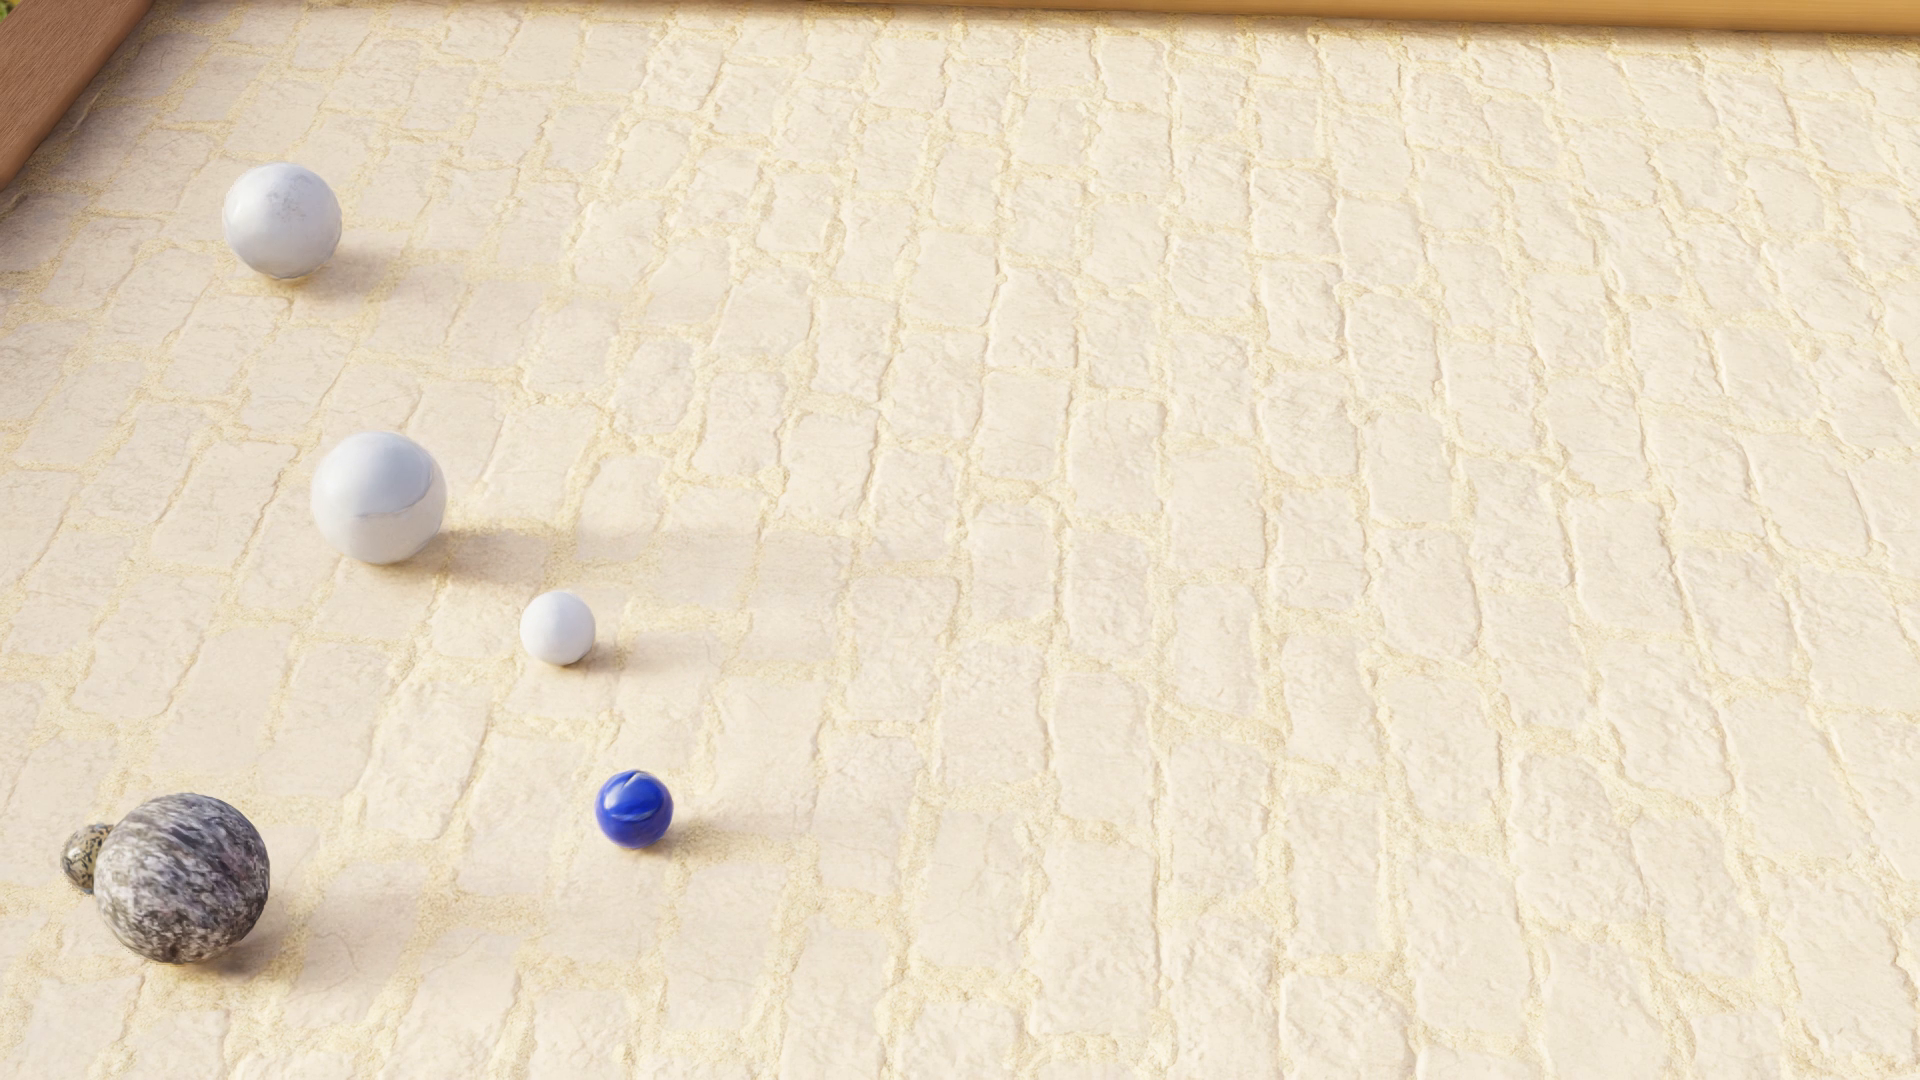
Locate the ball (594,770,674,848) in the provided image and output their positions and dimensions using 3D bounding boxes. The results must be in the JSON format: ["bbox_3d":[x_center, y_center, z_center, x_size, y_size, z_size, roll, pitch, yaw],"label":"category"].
[{"bbox_3d":[-0.197,0.162,1.548,0.048,0.048,0.048,0,36,0],"label":"ball"}]

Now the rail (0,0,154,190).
[{"bbox_3d":[-0.854,-0.063,1.794,0.045,0.126,1.930,3,36,4],"label":"rail"}]

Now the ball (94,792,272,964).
[{"bbox_3d":[-0.443,0.193,1.463,0.097,0.097,0.097,0,36,0],"label":"ball"}]

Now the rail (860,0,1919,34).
[{"bbox_3d":[0.949,-0.532,2.452,3.521,0.126,0.045,3,36,4],"label":"rail"}]

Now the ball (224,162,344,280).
[{"bbox_3d":[-0.554,-0.261,2.101,0.095,0.095,0.095,0,36,0],"label":"ball"}]

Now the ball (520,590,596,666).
[{"bbox_3d":[-0.265,0.058,1.692,0.050,0.050,0.050,0,36,0],"label":"ball"}]

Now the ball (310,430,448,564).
[{"bbox_3d":[-0.402,-0.030,1.778,0.093,0.093,0.093,0,36,0],"label":"ball"}]

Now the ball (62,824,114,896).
[{"bbox_3d":[-0.508,0.189,1.515,0.043,0.043,0.043,0,36,0],"label":"ball"}]
